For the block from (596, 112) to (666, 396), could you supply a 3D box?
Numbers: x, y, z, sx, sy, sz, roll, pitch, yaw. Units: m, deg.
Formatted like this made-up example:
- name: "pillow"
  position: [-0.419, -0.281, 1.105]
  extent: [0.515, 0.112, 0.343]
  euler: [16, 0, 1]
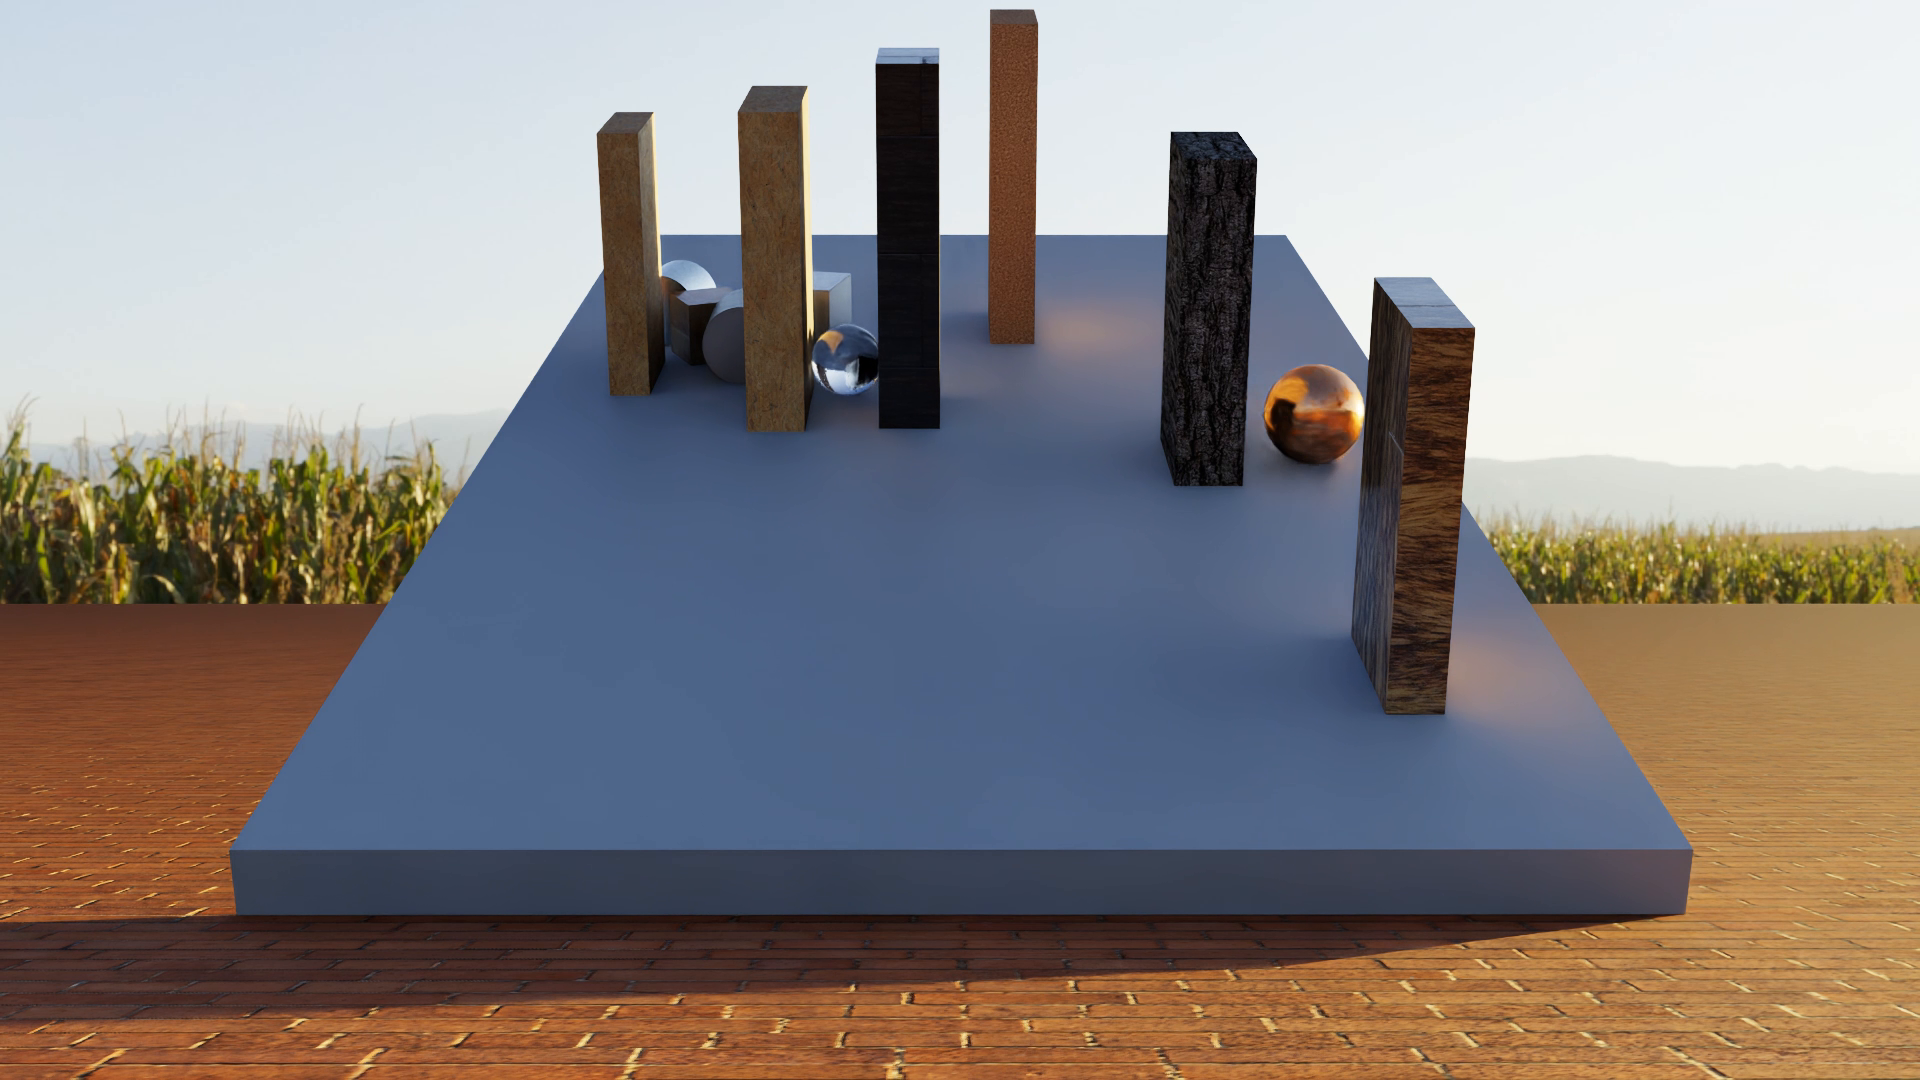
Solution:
- name: "block"
  position: [-0.758, -0.665, 5.234]
  extent: [0.091, 0.600, 0.298]
  euler: [0, 20, 0]

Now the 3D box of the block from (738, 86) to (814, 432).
- name: "block"
  position: [-0.401, -0.625, 4.989]
  extent: [0.125, 0.692, 0.375]
  euler: [0, 20, 0]

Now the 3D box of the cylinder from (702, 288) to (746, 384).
- name: "cylinder"
  position: [-0.506, -0.482, 5.338]
  extent: [0.186, 0.186, 0.186]
  euler: [0, 20, -1]

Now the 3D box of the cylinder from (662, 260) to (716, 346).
- name: "cylinder"
  position: [-0.719, -0.594, 5.657]
  extent: [0.178, 0.178, 0.178]
  euler: [0, 19, 13]

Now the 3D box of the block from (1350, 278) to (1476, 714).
- name: "block"
  position: [0.707, -0.074, 3.565]
  extent: [0.091, 0.618, 0.325]
  euler: [0, 20, 0]

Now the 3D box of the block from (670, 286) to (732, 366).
- name: "block"
  position: [-0.610, -0.522, 5.504]
  extent: [0.149, 0.149, 0.149]
  euler: [-9, 22, -23]

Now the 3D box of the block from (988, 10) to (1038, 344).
- name: "block"
  position: [0.130, -0.909, 5.648]
  extent: [0.110, 0.782, 0.306]
  euler: [0, 20, 0]

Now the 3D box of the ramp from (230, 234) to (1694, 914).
- name: "ramp"
  position: [-0.005, -0.204, 4.989]
  extent: [2.000, 0.100, 4.000]
  euler: [0, 20, 0]

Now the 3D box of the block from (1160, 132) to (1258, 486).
- name: "block"
  position: [0.503, -0.475, 4.617]
  extent: [0.139, 0.663, 0.320]
  euler: [0, 20, 0]

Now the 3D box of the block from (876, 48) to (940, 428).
- name: "block"
  position: [-0.111, -0.657, 4.935]
  extent: [0.132, 0.789, 0.251]
  euler: [0, 20, 0]

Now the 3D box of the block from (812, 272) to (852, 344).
- name: "block"
  position: [-0.379, -0.543, 5.509]
  extent: [0.186, 0.186, 0.186]
  euler: [5, 20, 13]

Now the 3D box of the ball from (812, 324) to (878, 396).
- name: "ball"
  position: [-0.258, -0.411, 5.168]
  extent: [0.162, 0.162, 0.162]
  euler: [0, -1, 0]

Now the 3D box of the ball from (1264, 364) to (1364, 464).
- name: "ball"
  position: [0.735, -0.262, 4.697]
  extent: [0.208, 0.208, 0.208]
  euler: [0, -1, 0]
